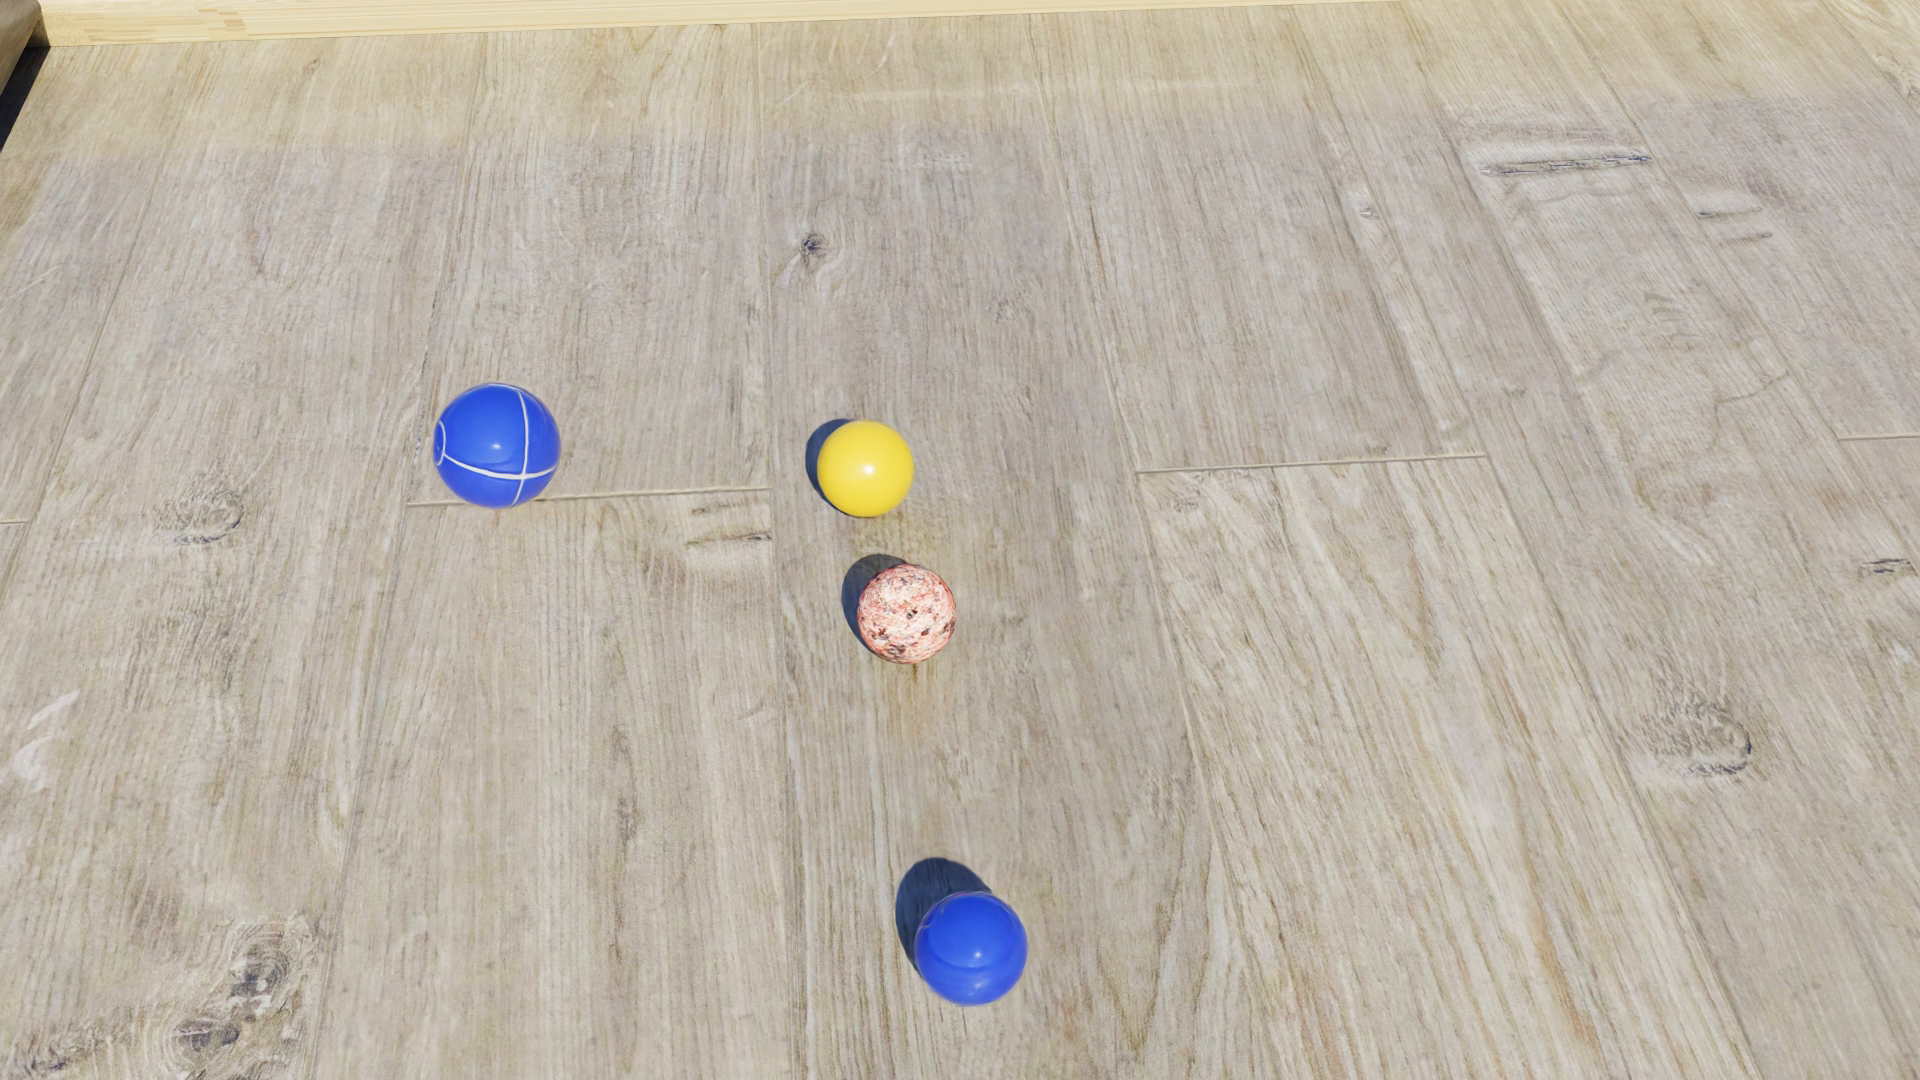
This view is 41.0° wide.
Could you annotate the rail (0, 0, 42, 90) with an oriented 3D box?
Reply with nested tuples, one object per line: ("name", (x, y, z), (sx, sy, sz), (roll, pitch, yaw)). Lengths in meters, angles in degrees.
("rail", (-0.767, 0.019, 1.593), (0.045, 0.111, 1.760), (-3, 36, -4))

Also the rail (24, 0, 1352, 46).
("rail", (0.722, -0.555, 2.385), (3.173, 0.111, 0.045), (-3, 36, -4))

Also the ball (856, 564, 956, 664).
("ball", (-0.033, 0.046, 1.599), (0.063, 0.063, 0.063), (0, 36, 0))

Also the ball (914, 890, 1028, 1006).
("ball", (0.006, 0.217, 1.365), (0.061, 0.061, 0.061), (0, 36, 0))

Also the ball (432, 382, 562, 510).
("ball", (-0.312, -0.063, 1.730), (0.086, 0.086, 0.086), (0, 36, 0))

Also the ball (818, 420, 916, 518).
("ball", (-0.063, -0.048, 1.726), (0.066, 0.066, 0.066), (0, 36, 0))
